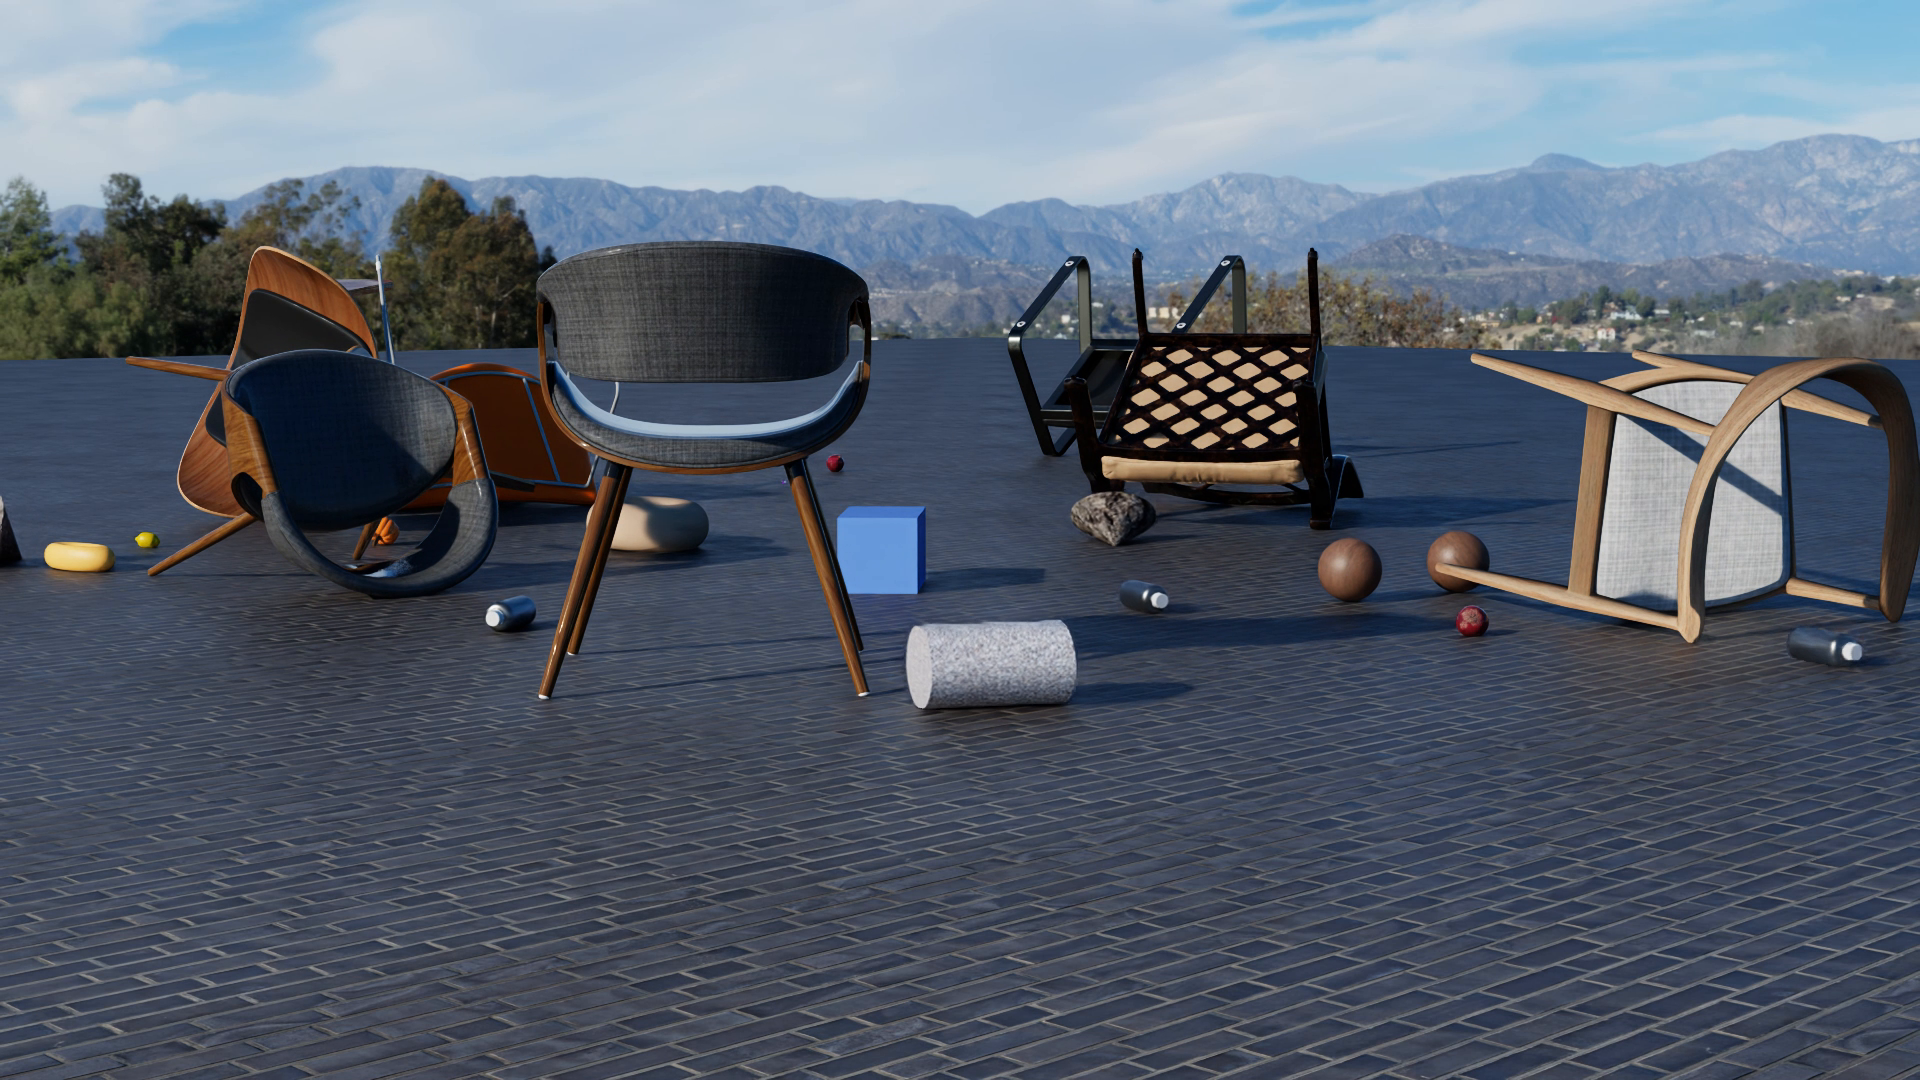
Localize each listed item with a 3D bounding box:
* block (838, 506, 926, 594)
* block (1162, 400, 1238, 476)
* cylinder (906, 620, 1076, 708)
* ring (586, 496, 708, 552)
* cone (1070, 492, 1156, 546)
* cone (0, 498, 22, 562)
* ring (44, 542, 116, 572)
[{"bbox_3d":[-0.165,0.019,5.454,0.166,0.158,0.265,0,6,3],"label":"block"},{"bbox_3d":[0.802,-0.343,8.592,0.193,0.236,0.165,-4,7,-36],"label":"block"},{"bbox_3d":[0.046,0.190,3.945,0.225,0.127,0.169,-2,3,-14],"label":"cylinder"},{"bbox_3d":[-0.761,-0.039,6.247,0.288,0.114,0.333,-2,7,-33],"label":"ring"},{"bbox_3d":[0.381,-0.022,6.327,0.215,0.133,0.171,1,27,1],"label":"cone"},{"bbox_3d":[-2.226,0.006,5.893,0.245,0.200,0.221,-23,-26,11],"label":"cone"},{"bbox_3d":[-1.980,0.038,5.769,0.213,0.057,0.095,4,6,32],"label":"ring"}]
